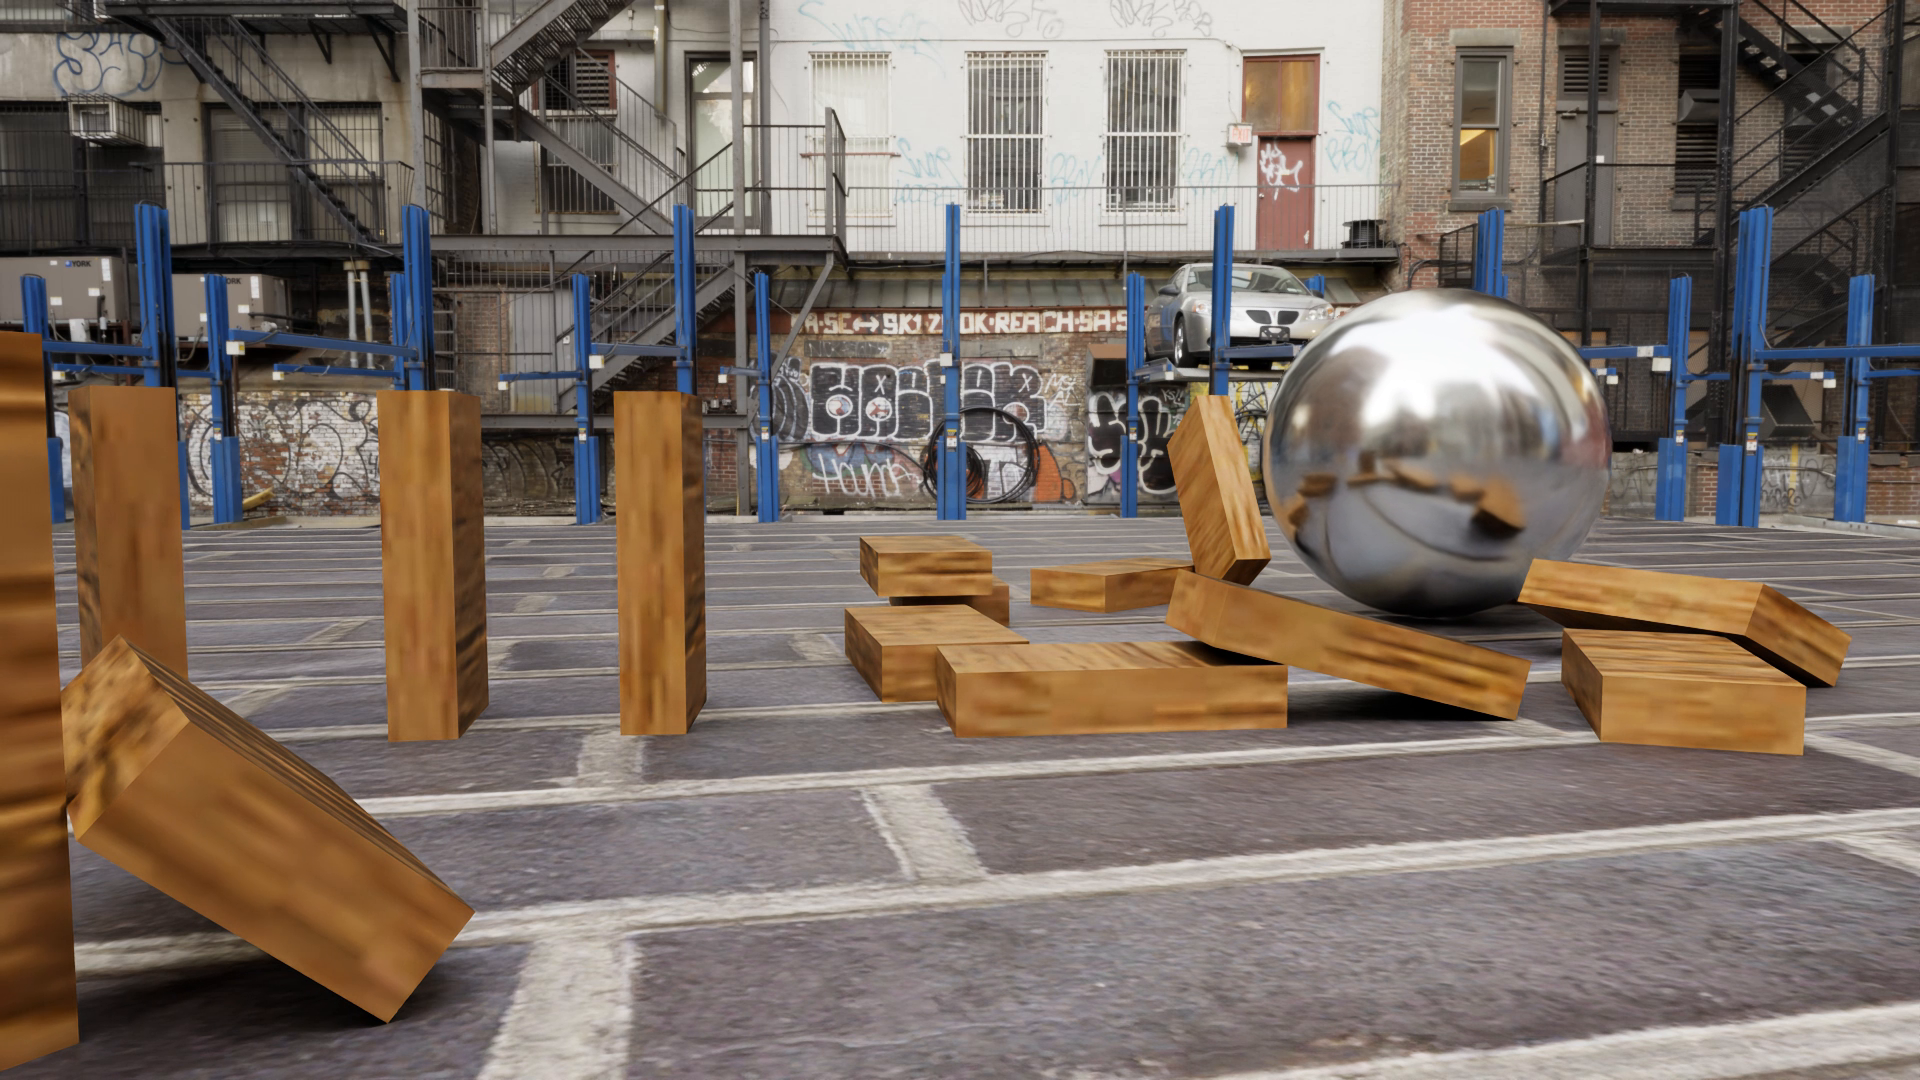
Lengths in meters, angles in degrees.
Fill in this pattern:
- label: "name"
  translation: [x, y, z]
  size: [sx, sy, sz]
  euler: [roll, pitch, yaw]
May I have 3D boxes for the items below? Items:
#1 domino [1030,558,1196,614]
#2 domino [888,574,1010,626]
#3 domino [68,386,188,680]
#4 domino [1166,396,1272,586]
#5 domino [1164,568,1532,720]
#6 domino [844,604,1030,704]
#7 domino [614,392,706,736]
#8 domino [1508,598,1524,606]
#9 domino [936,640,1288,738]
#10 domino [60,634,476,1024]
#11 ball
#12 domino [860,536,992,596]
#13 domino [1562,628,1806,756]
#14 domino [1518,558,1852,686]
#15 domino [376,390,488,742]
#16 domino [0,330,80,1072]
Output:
- label: "domino"
  translation: [0.045, 0.012, 0.349]
  size: [0.025, 0.010, 0.050]
  euler: [4, 6, 45]
- label: "domino"
  translation: [-0.004, 0.014, 0.323]
  size: [0.025, 0.010, 0.050]
  euler: [-1, 4, -7]
- label: "domino"
  translation: [-0.116, 0.004, 0.179]
  size: [0.010, 0.050, 0.025]
  euler: [-4, 6, -40]
- label: "domino"
  translation: [0.069, -0.011, 0.346]
  size: [0.009, 0.050, 0.025]
  euler: [-1, -28, -13]
- label: "domino"
  translation: [0.061, 0.016, 0.206]
  size: [0.050, 0.009, 0.025]
  euler: [14, 2, -8]
- label: "domino"
  translation: [-0.006, 0.020, 0.238]
  size: [0.025, 0.010, 0.050]
  euler: [-1, 4, -12]
- label: "domino"
  translation: [-0.046, 0.003, 0.198]
  size: [0.010, 0.050, 0.025]
  euler: [0, 4, -4]
- label: "domino"
  translation: [0.161, 0.003, 0.359]
  size: [0.009, 0.025, 0.050]
  euler: [3, 5, 33]
- label: "domino"
  translation: [0.023, 0.023, 0.201]
  size: [0.050, 0.009, 0.025]
  euler: [-1, 4, -7]
- label: "domino"
  translation: [-0.062, 0.022, 0.110]
  size: [0.050, 0.009, 0.025]
  euler: [6, -36, 52]
- label: "ball"
  translation: [0.115, -0.021, 0.313]
  size: [0.080, 0.080, 0.080]
  euler: [0, 4, 0]
- label: "domino"
  translation: [-0.009, 0.006, 0.304]
  size: [0.025, 0.010, 0.050]
  euler: [-1, 4, -9]
- label: "domino"
  translation: [0.112, 0.023, 0.203]
  size: [0.025, 0.010, 0.050]
  euler: [1, 5, 19]
- label: "domino"
  translation: [0.135, 0.015, 0.244]
  size: [0.025, 0.010, 0.050]
  euler: [25, -5, -21]
- label: "domino"
  translation: [-0.079, 0.003, 0.195]
  size: [0.010, 0.050, 0.025]
  euler: [-1, 4, -11]
- label: "domino"
  translation: [-0.073, 0.011, 0.081]
  size: [0.009, 0.050, 0.025]
  euler: [3, 5, 31]
